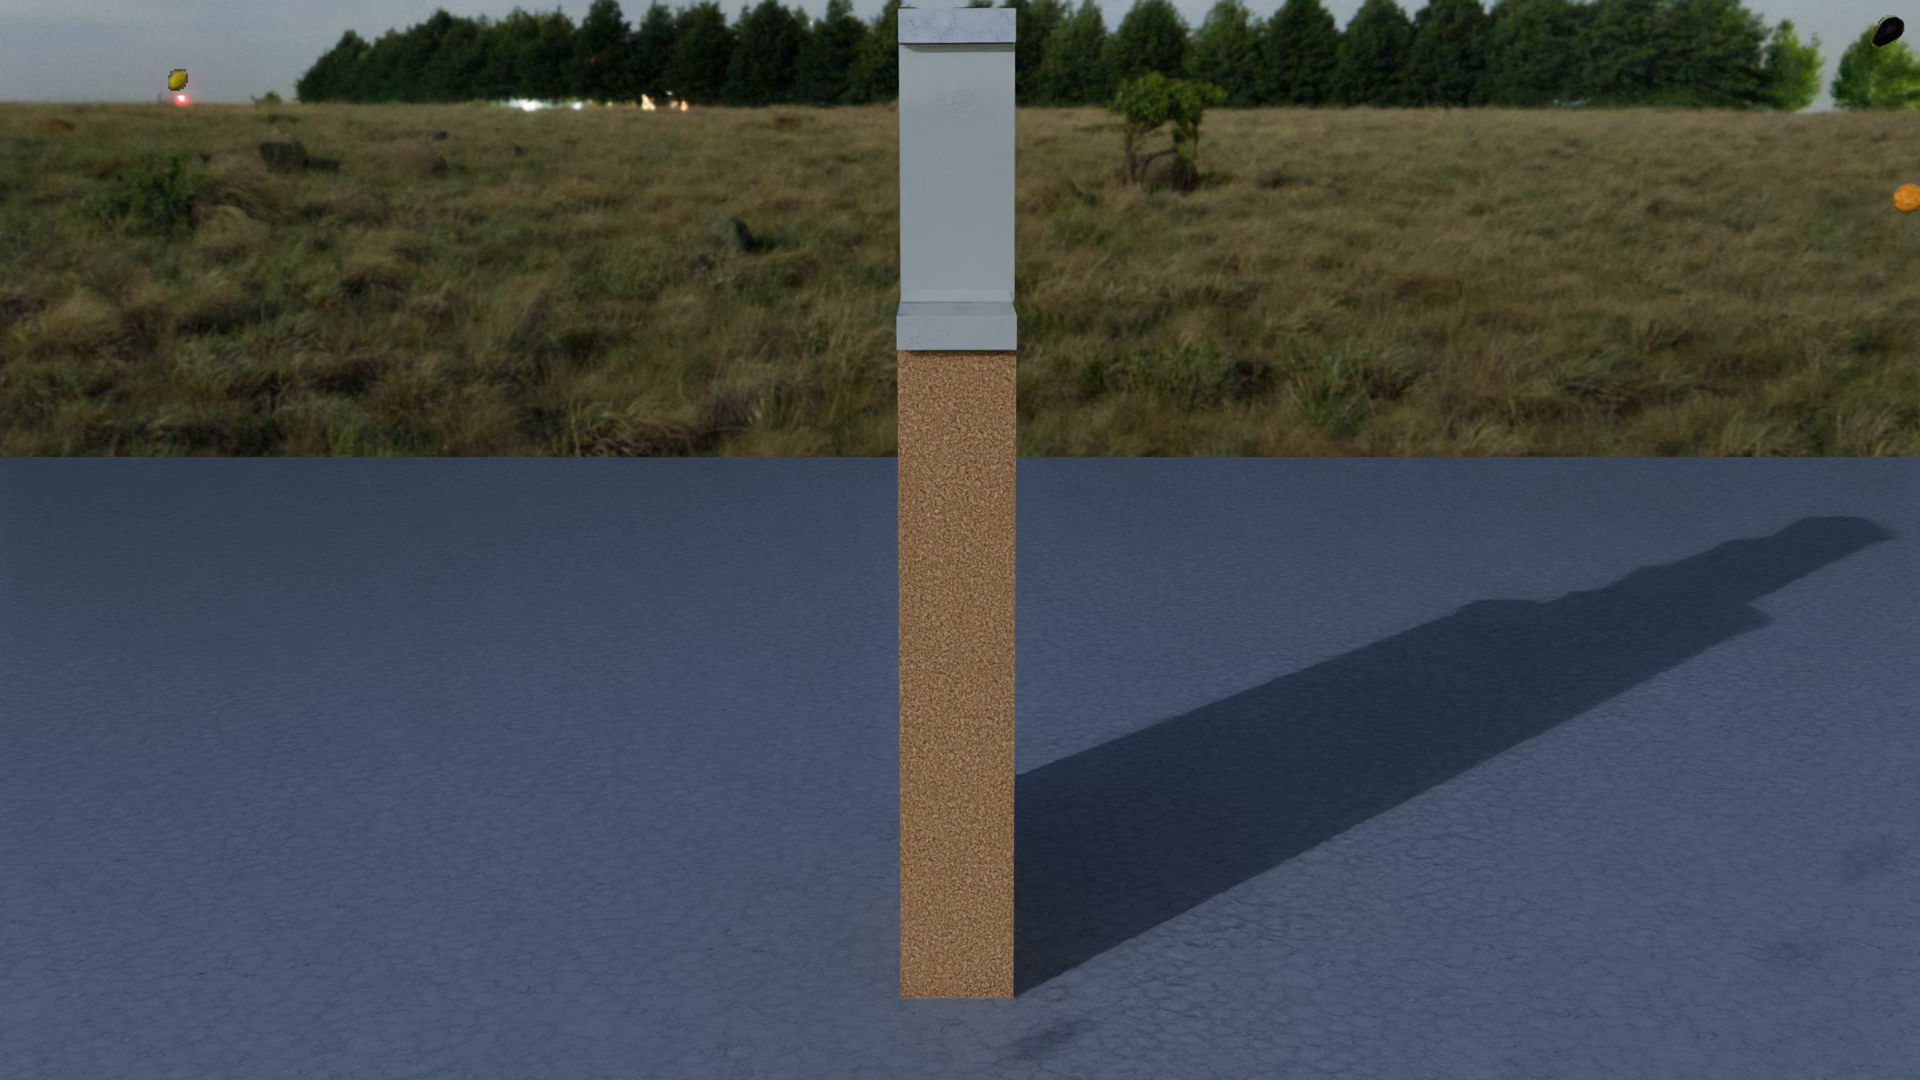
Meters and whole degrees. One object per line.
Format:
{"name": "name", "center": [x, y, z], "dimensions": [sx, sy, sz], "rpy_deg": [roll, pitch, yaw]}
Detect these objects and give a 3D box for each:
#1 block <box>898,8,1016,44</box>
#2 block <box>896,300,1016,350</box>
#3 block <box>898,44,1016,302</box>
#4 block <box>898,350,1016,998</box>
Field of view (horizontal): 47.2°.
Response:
{"name": "block", "center": [-0.005, -0.762, 3.288], "dimensions": [0.167, 0.047, 0.334], "rpy_deg": [0, 11, 0]}
{"name": "block", "center": [-0.006, -0.316, 3.181], "dimensions": [0.165, 0.047, 0.330], "rpy_deg": [0, 11, 0]}
{"name": "block", "center": [-0.004, -0.536, 3.216], "dimensions": [0.167, 0.369, 0.047], "rpy_deg": [0, 10, 0]}
{"name": "block", "center": [-0.004, 0.198, 3.164], "dimensions": [0.165, 0.955, 0.047], "rpy_deg": [0, 11, 0]}
